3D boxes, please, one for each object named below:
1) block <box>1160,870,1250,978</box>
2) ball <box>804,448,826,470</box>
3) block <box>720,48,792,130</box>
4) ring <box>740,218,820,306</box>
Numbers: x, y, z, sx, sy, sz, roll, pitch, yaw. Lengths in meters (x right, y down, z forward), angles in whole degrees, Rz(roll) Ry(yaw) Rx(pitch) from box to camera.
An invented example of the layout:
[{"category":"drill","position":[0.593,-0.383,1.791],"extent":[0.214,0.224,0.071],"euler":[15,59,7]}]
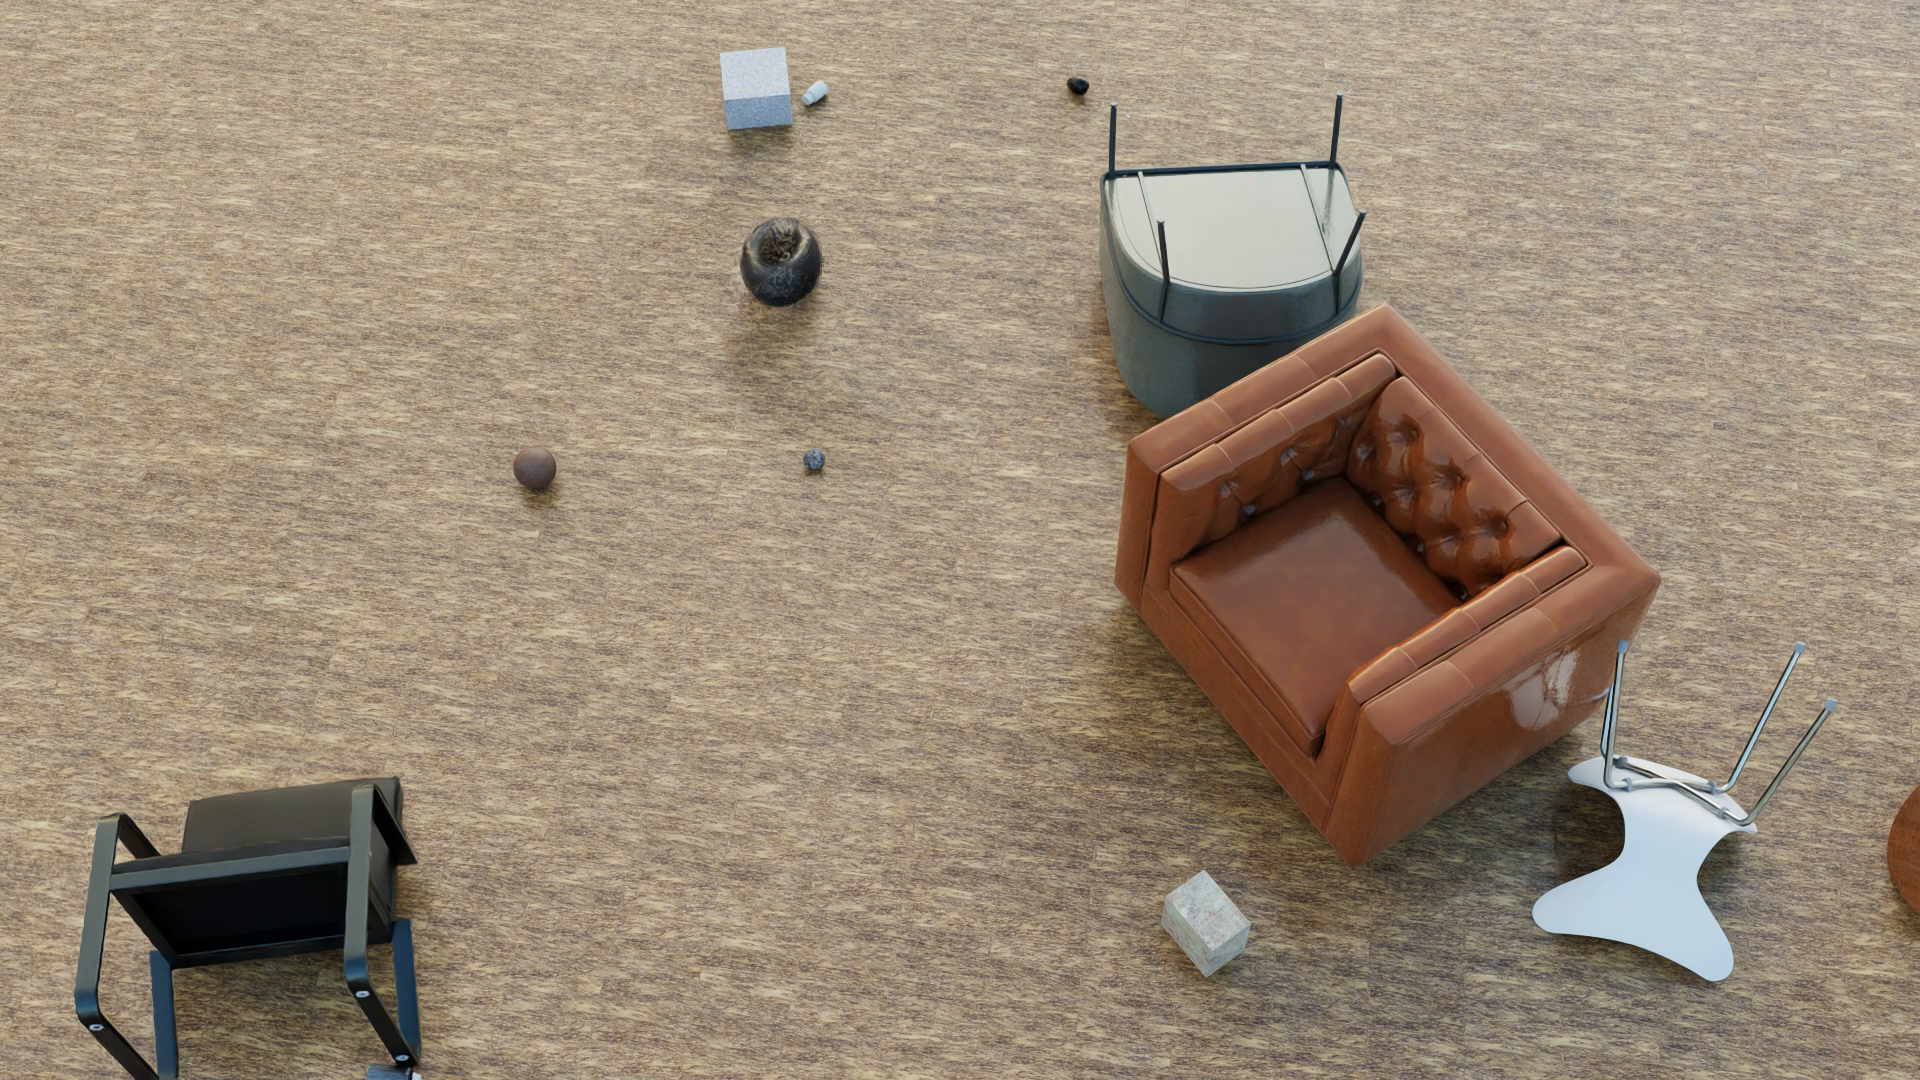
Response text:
[{"category":"block","position":[0.646,1.011,5.791],"extent":[0.130,0.174,0.191],"euler":[-31,62,-19]},{"category":"ball","position":[-0.444,-0.244,6.697],"extent":[0.067,0.067,0.067],"euler":[0,56,0]},{"category":"block","position":[-0.697,-1.546,7.526],"extent":[0.223,0.141,0.226],"euler":[-6,56,-4]},{"category":"ring","position":[-0.575,-0.891,7.053],"extent":[0.259,0.143,0.390],"euler":[-7,42,1]}]
